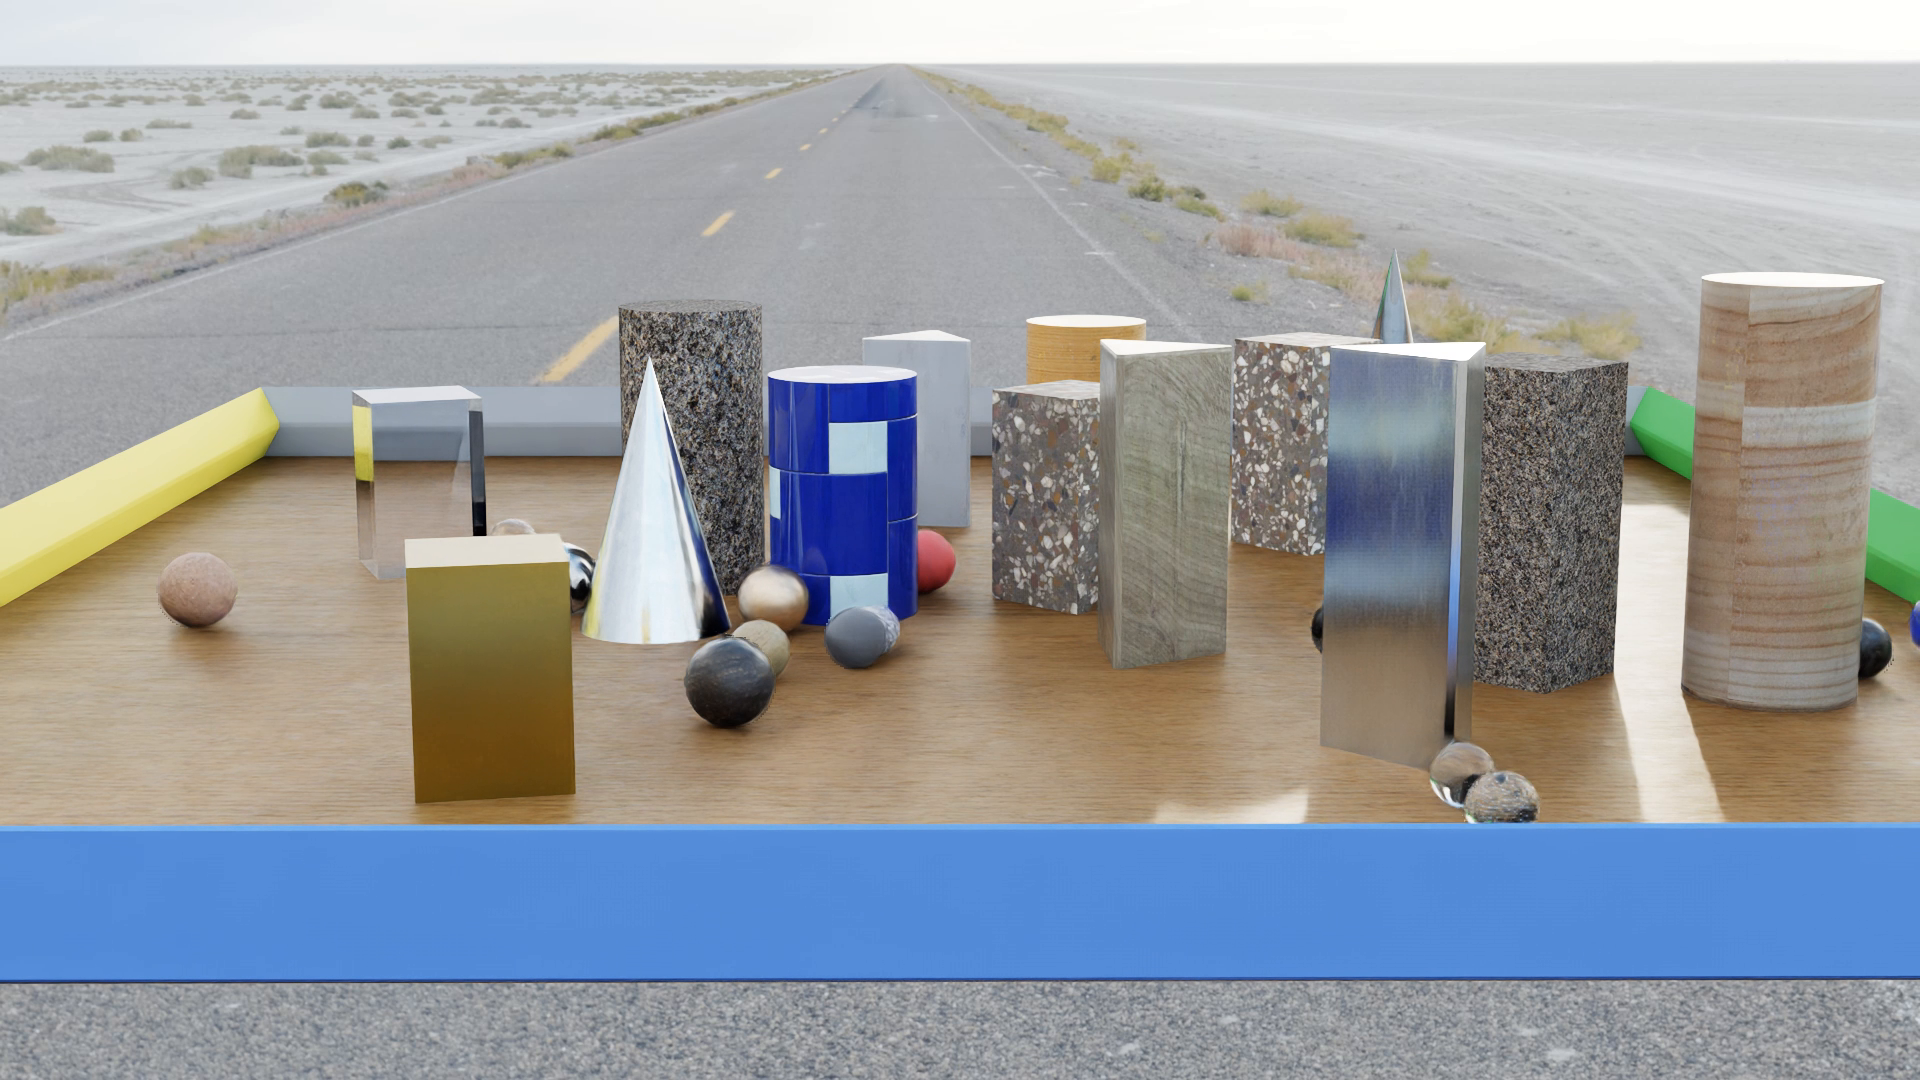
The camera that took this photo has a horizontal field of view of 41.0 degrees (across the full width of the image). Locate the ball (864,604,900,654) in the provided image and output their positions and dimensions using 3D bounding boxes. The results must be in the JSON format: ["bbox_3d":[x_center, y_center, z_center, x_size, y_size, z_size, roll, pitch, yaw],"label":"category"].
[{"bbox_3d":[-0.106,0.112,3.212,0.062,0.062,0.062,0,10,0],"label":"ball"}]

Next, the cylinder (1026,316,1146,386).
[{"bbox_3d":[0.210,-0.214,4.300,0.199,0.307,0.199,0,10,0],"label":"cylinder"}]

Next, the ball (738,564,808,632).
[{"bbox_3d":[-0.242,0.077,3.318,0.092,0.092,0.092,0,10,0],"label":"ball"}]

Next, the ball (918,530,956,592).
[{"bbox_3d":[-0.050,0.030,3.589,0.087,0.087,0.087,0,10,0],"label":"ball"}]

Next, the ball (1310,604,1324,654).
[{"bbox_3d":[0.474,0.111,3.168,0.081,0.081,0.081,0,10,0],"label":"ball"}]

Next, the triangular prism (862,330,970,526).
[{"bbox_3d":[-0.056,-0.184,4.163,0.172,0.298,0.149,2,11,11],"label":"triangular prism"}]

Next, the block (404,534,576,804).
[{"bbox_3d":[-0.484,0.128,2.636,0.159,0.240,0.159,-2,11,-12],"label":"block"}]

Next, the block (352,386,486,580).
[{"bbox_3d":[-0.792,-0.087,3.761,0.159,0.255,0.159,-4,11,-22],"label":"block"}]

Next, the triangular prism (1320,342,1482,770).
[{"bbox_3d":[0.505,0.011,2.741,0.149,0.433,0.172,-9,14,-41],"label":"triangular prism"}]

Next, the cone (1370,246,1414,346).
[{"bbox_3d":[0.699,-0.257,4.165,0.199,0.442,0.199,0,10,0],"label":"cone"}]

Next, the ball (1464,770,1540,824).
[{"bbox_3d":[0.513,0.253,2.427,0.071,0.071,0.071,0,10,0],"label":"ball"}]

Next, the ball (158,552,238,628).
[{"bbox_3d":[-1.000,0.065,3.367,0.099,0.099,0.099,0,10,0],"label":"ball"}]

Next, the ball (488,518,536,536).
[{"bbox_3d":[-0.654,0.006,3.751,0.075,0.075,0.075,0,10,0],"label":"ball"}]

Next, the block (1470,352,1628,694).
[{"bbox_3d":[0.683,-0.026,3.086,0.159,0.379,0.159,10,14,43],"label":"block"}]

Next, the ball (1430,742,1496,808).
[{"bbox_3d":[0.500,0.233,2.549,0.066,0.066,0.066,0,10,0],"label":"ball"}]

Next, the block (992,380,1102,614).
[{"bbox_3d":[0.157,-0.063,3.532,0.159,0.290,0.159,10,15,44],"label":"block"}]

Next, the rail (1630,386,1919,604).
[{"bbox_3d":[1.286,0.032,3.456,0.045,0.129,2.838,0,10,0],"label":"rail"}]

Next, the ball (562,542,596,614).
[{"bbox_3d":[-0.534,0.052,3.441,0.097,0.097,0.097,0,10,0],"label":"ball"}]

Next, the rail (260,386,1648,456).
[{"bbox_3d":[-0.008,-0.221,4.821,2.619,0.129,0.045,0,10,0],"label":"rail"}]

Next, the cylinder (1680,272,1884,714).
[{"bbox_3d":[0.951,-0.059,2.976,0.199,0.485,0.199,0,10,0],"label":"cylinder"}]

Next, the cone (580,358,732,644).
[{"bbox_3d":[-0.400,-0.061,3.339,0.199,0.357,0.199,0,10,0],"label":"cone"}]

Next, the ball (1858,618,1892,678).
[{"bbox_3d":[1.083,0.130,3.087,0.073,0.073,0.073,0,10,0],"label":"ball"}]

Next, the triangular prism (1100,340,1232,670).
[{"bbox_3d":[0.222,-0.052,3.209,0.172,0.386,0.149,-7,13,-33],"label":"triangular prism"}]

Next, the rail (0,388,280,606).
[{"bbox_3d":[-1.286,0.035,3.441,0.045,0.129,2.838,0,10,0],"label":"rail"}]

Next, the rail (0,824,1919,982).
[{"bbox_3d":[0.008,0.287,2.077,2.619,0.129,0.045,0,10,0],"label":"rail"}]

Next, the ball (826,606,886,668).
[{"bbox_3d":[-0.127,0.119,3.141,0.075,0.075,0.075,0,10,0],"label":"ball"}]

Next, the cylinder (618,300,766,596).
[{"bbox_3d":[-0.377,-0.133,3.618,0.199,0.396,0.199,0,10,0],"label":"cylinder"}]

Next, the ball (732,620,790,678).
[{"bbox_3d":[-0.240,0.132,3.069,0.075,0.075,0.075,0,10,0],"label":"ball"}]

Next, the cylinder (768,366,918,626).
[{"bbox_3d":[-0.157,-0.063,3.444,0.199,0.322,0.199,0,10,0],"label":"cylinder"}]

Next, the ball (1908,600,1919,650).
[{"bbox_3d":[1.219,0.105,3.160,0.096,0.096,0.096,0,10,0],"label":"ball"}]

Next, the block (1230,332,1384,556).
[{"bbox_3d":[0.532,-0.151,3.943,0.159,0.315,0.159,-9,14,-40],"label":"block"}]

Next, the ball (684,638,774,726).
[{"bbox_3d":[-0.257,0.158,2.860,0.099,0.099,0.099,0,10,0],"label":"ball"}]
